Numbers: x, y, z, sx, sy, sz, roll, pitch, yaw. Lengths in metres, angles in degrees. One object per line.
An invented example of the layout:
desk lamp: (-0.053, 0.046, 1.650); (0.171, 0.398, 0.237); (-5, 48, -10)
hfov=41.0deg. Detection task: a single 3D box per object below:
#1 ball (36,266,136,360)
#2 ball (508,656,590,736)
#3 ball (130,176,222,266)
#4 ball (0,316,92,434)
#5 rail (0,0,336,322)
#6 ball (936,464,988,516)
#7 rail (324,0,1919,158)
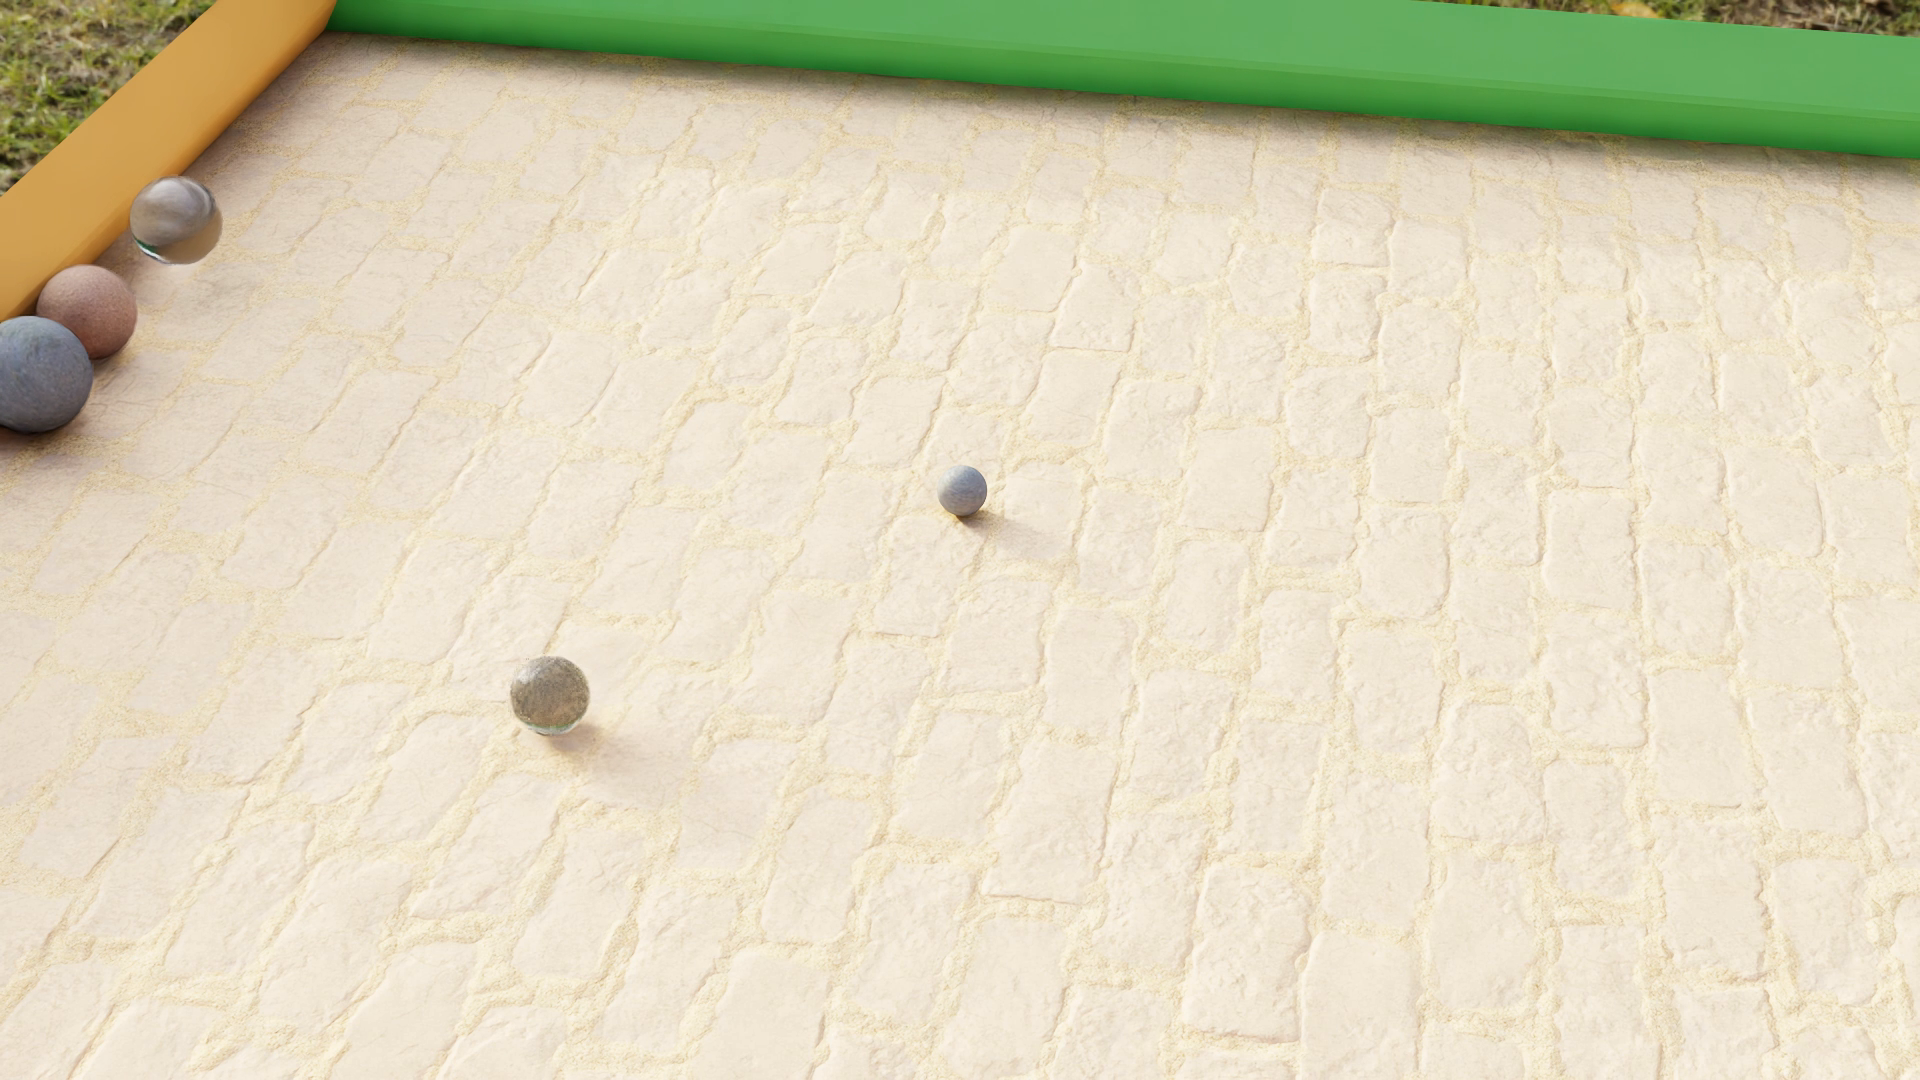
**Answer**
ball: (-0.751, -0.195, 2.207); (0.082, 0.082, 0.082); (0, 34, 0)
ball: (-0.286, 0.108, 1.787); (0.056, 0.056, 0.056); (0, 34, 0)
ball: (-0.718, -0.292, 2.349); (0.081, 0.081, 0.081); (0, 34, 0)
ball: (-0.763, -0.136, 2.108); (0.096, 0.096, 0.096); (0, 34, 0)
rail: (-0.844, -0.117, 2.054); (0.045, 0.124, 1.778); (6, 35, 9)
ball: (0.002, -0.039, 2.016); (0.040, 0.040, 0.040); (0, 34, 0)
rail: (1.032, -0.410, 2.481); (3.535, 0.124, 0.045); (6, 35, 9)
